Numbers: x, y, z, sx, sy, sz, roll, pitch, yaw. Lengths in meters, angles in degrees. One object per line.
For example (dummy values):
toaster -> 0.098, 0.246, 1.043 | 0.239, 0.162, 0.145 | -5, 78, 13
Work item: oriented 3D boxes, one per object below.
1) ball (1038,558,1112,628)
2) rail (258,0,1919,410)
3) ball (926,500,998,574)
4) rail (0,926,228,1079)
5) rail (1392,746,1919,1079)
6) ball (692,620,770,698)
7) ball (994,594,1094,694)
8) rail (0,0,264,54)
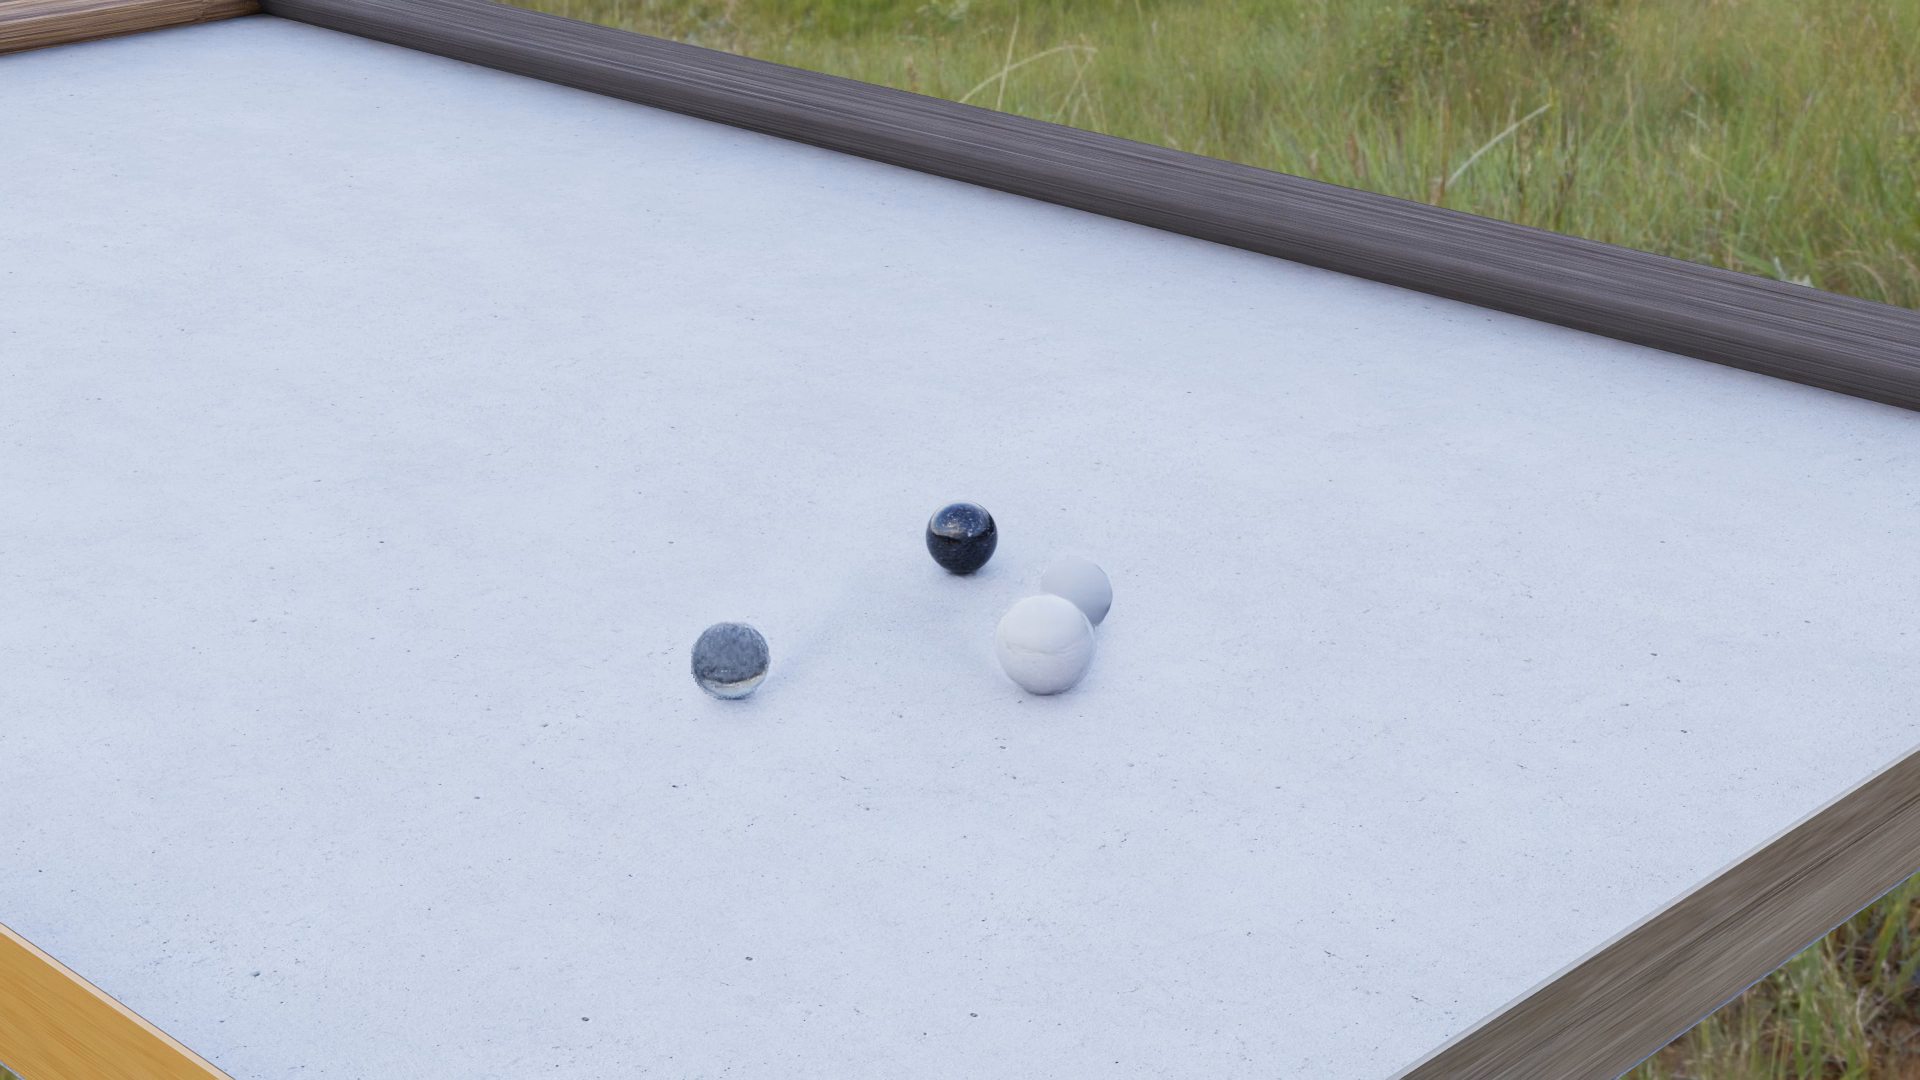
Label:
ball -> 0.099, 0.047, 2.518 | 0.064, 0.064, 0.064 | 0, 21, 0
rail -> 0.061, -0.505, 3.886 | 3.585, 0.106, 0.045 | 19, 28, 41
ball -> 0.002, -0.003, 2.644 | 0.066, 0.066, 0.066 | 0, 21, 0
rail -> -1.342, 0.012, 2.547 | 3.585, 0.106, 0.045 | 19, 28, 41
rail -> 0.624, 0.199, 2.063 | 0.045, 0.106, 2.054 | 19, 28, 41
ball -> -0.186, 0.097, 2.388 | 0.064, 0.064, 0.064 | 0, 21, 0
ball -> 0.069, 0.084, 2.397 | 0.081, 0.081, 0.081 | 0, 21, 0
rail -> -1.906, -0.692, 4.370 | 0.045, 0.106, 2.054 | 19, 28, 41
